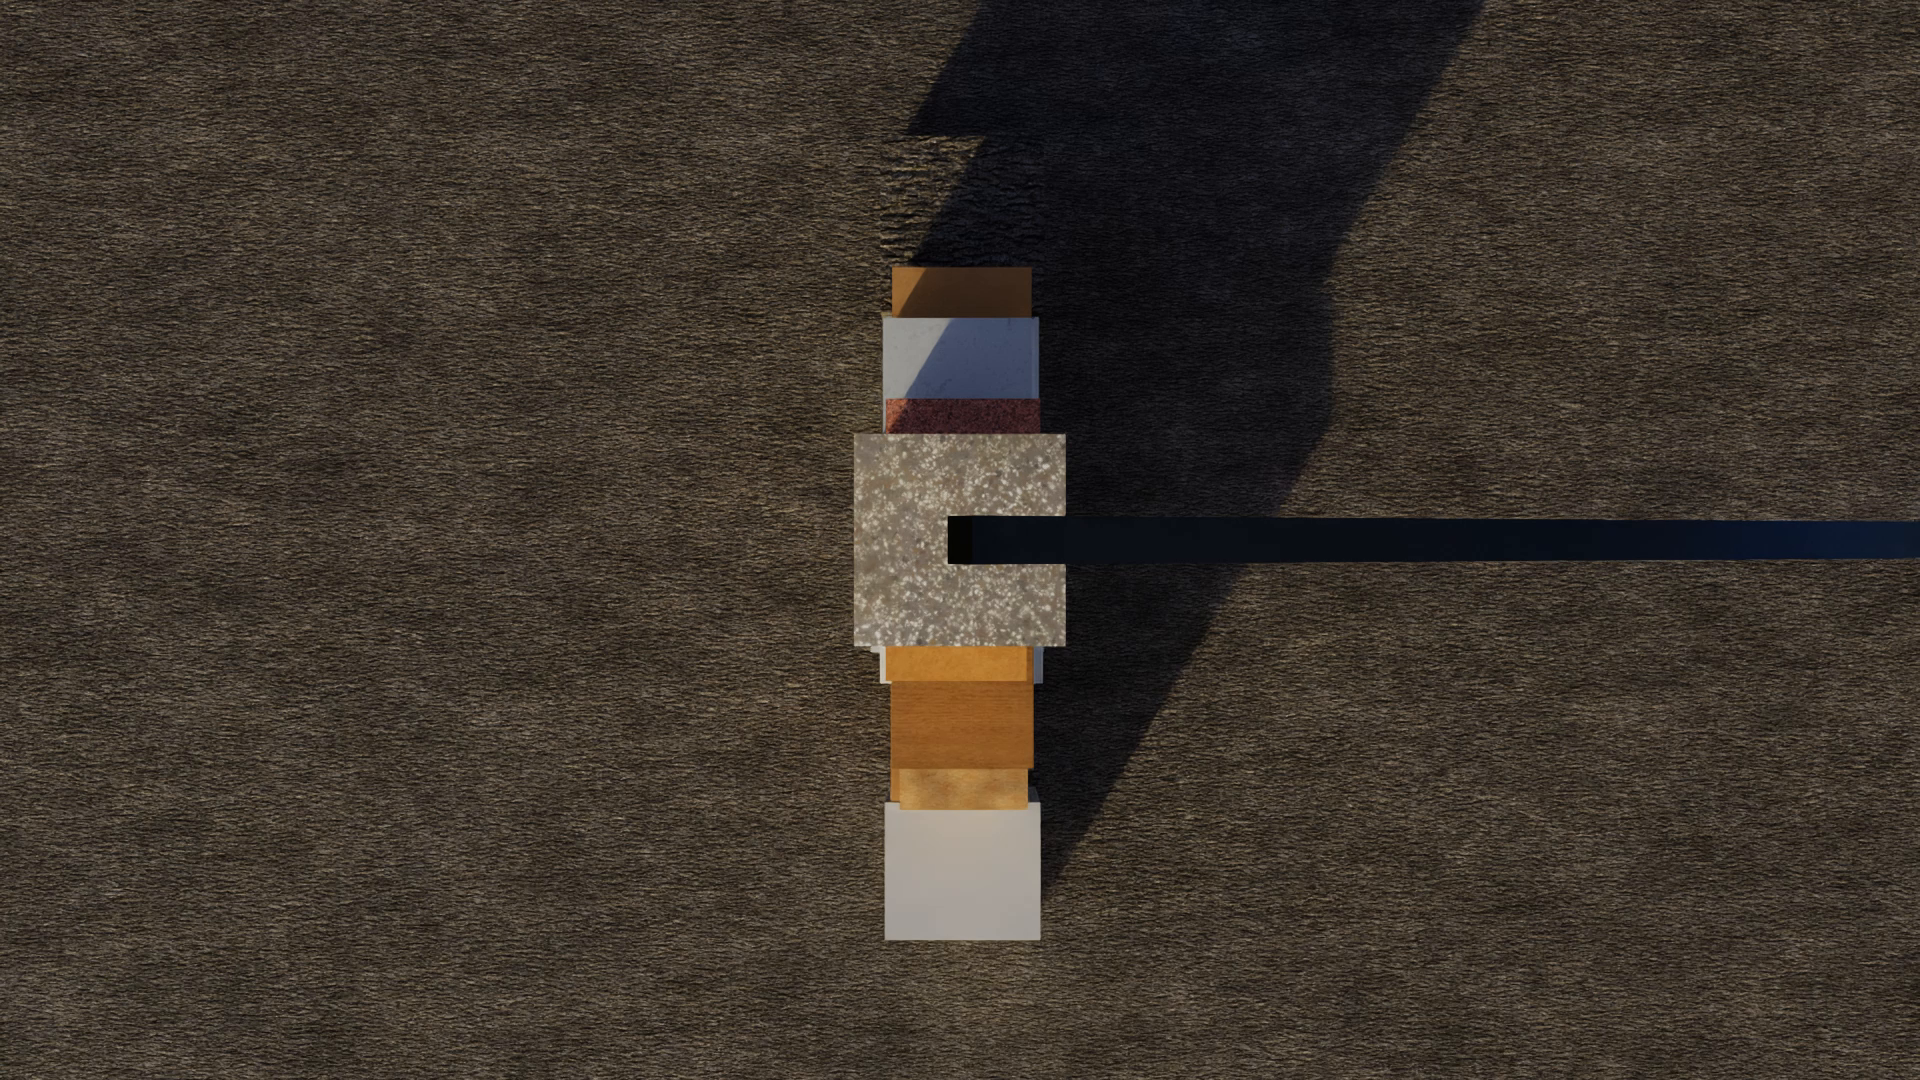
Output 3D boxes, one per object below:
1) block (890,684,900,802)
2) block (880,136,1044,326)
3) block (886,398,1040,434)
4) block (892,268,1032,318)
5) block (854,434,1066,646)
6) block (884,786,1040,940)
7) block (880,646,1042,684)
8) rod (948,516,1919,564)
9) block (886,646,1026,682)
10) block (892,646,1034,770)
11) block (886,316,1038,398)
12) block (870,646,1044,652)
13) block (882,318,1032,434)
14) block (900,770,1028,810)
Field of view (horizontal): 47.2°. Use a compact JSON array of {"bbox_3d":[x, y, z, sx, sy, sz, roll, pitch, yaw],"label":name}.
[{"bbox_3d":[-0.008,1.036,12.591,0.750,0.819,0.825,0,90,0],"label":"block"},{"bbox_3d":[0.012,-1.736,12.545,0.899,0.911,0.973,0,90,0],"label":"block"},{"bbox_3d":[0.015,-0.310,9.941,0.676,0.651,0.618,0,90,0],"label":"block"},{"bbox_3d":[0.010,-1.086,11.705,0.717,0.770,0.640,0,90,0],"label":"block"},{"bbox_3d":[0.000,0.001,7.731,0.707,0.763,0.710,0,90,0],"label":"block"},{"bbox_3d":[0.014,1.841,12.610,0.865,0.781,0.765,0,90,0],"label":"block"},{"bbox_3d":[0.008,0.320,11.574,0.824,0.876,0.814,0,90,0],"label":"block"},{"bbox_3d":[2.234,0.000,4.940,5.200,0.080,0.080,0,90,-31],"label":"rod"},{"bbox_3d":[-0.017,0.314,9.957,0.619,0.620,0.610,0,90,0],"label":"block"},{"bbox_3d":[0.011,0.742,10.761,0.671,0.750,0.677,0,90,0],"label":"block"},{"bbox_3d":[0.013,-0.763,12.603,0.850,0.794,0.954,0,90,0],"label":"block"},{"bbox_3d":[-0.014,0.169,12.506,0.947,0.987,0.889,0,90,0],"label":"block"},{"bbox_3d":[-0.013,-0.772,10.951,0.716,0.743,0.599,0,90,0],"label":"block"},{"bbox_3d":[0.020,1.073,11.828,0.670,0.707,0.672,0,90,0],"label":"block"}]
